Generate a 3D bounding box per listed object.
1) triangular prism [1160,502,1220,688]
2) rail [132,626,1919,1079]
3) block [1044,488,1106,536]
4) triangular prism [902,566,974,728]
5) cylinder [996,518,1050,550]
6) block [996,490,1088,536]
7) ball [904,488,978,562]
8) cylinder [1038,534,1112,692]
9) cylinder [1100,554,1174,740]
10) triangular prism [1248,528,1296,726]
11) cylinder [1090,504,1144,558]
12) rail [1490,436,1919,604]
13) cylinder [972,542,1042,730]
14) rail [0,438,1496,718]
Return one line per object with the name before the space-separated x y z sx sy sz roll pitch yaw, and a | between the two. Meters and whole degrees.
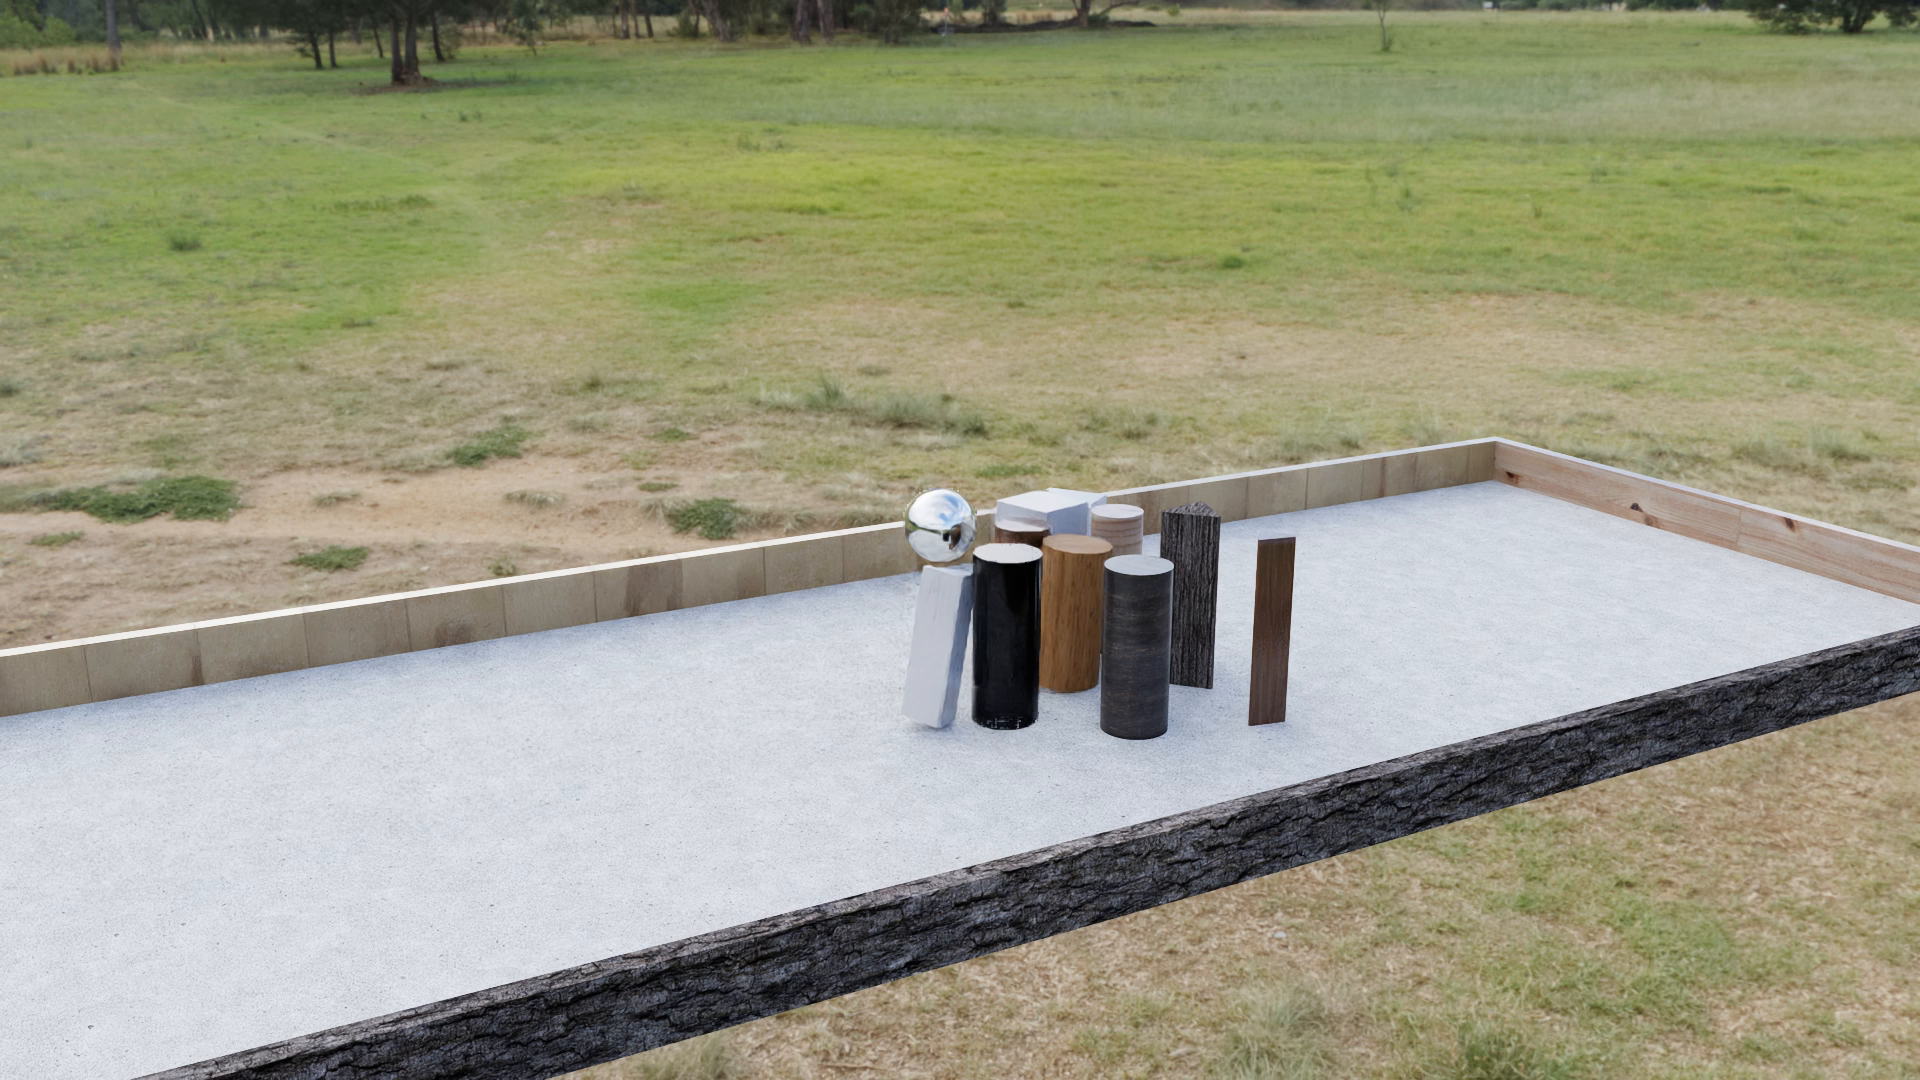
triangular prism | 0.580 0.133 4.113 0.144 0.444 0.125 6 17 19
rail | -2.336 1.006 1.665 12.000 0.150 0.050 -9 18 -27
block | 0.294 0.043 4.623 0.174 0.331 0.174 8 18 26
triangular prism | -0.028 0.248 3.853 0.113 0.355 0.130 3 9 -44
cylinder | 0.155 0.142 4.200 0.139 0.373 0.139 1 15 0
block | 0.211 0.087 4.354 0.171 0.391 0.171 15 20 41
ball | -0.052 -0.038 4.378 0.195 0.195 0.195 0 16 0
cylinder | 0.274 0.180 4.094 0.173 0.354 0.173 4 15 -1
cylinder | 0.407 0.247 3.810 0.158 0.398 0.158 0 16 0
triangular prism | 0.711 0.203 3.857 0.096 0.455 0.083 -5 17 -17
cylinder | 0.409 0.104 4.338 0.136 0.374 0.136 0 16 0
rail | 2.466 -0.048 5.253 0.050 0.150 2.100 -9 18 -27
cylinder | 0.108 0.225 3.863 0.160 0.408 0.160 1 17 0
rail | -3.305 0.497 3.399 12.000 0.150 0.050 -9 18 -27
